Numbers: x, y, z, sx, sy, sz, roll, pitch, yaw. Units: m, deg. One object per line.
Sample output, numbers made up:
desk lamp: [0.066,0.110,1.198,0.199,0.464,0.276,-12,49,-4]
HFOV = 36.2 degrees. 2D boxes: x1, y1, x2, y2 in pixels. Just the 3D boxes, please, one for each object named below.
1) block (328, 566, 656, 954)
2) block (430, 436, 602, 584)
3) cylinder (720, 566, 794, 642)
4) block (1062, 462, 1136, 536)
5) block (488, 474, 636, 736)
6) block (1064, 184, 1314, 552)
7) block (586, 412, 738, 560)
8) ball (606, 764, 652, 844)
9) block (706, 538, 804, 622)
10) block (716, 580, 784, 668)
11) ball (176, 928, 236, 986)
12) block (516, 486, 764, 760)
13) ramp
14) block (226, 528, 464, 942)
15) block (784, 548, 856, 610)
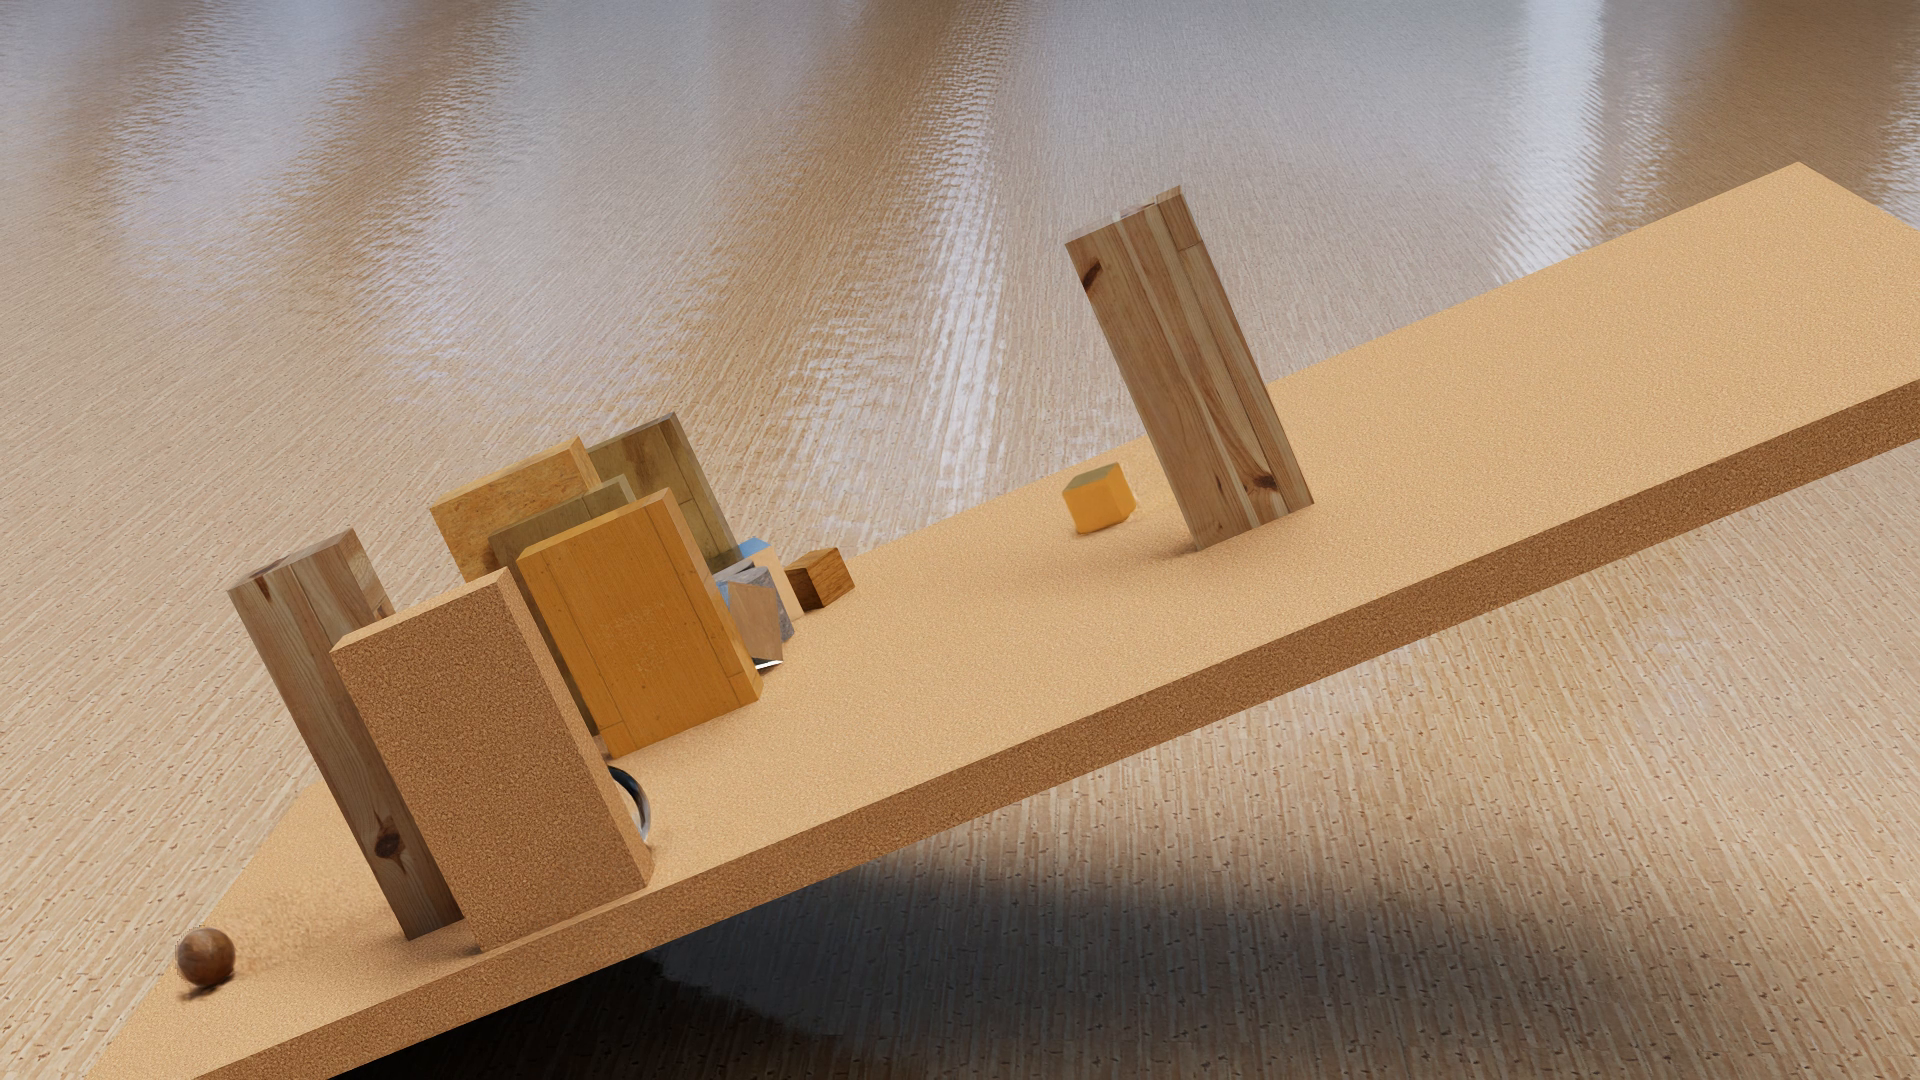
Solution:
block: [-0.863,0.411,5.460,0.342,0.639,0.107,-23,13,8]
block: [-0.910,0.122,6.759,0.353,0.623,0.134,-23,13,8]
cylinder: [-0.490,0.169,6.822,0.163,0.163,0.163,-21,12,5]
block: [0.310,-0.091,6.538,0.109,0.109,0.109,-19,14,25]
block: [-0.805,0.153,6.679,0.329,0.518,0.080,-23,13,8]
block: [0.466,-0.347,5.961,0.254,0.688,0.122,-23,13,8]
block: [-0.733,0.002,7.118,0.335,0.536,0.080,-23,13,8]
ball: [-0.695,0.533,5.646,0.205,0.205,0.205,0,15,0]
block: [-0.512,0.127,6.995,0.187,0.187,0.187,-27,13,-12]
block: [-0.525,0.201,6.614,0.169,0.169,0.169,-16,-16,33]
ball: [-1.563,0.865,6.101,0.120,0.120,0.120,0,15,0]
block: [-0.694,0.183,6.413,0.351,0.491,0.110,-23,13,8]
ramp: [0.131,0.170,6.285,4.000,0.100,2.000,-23,13,8]
block: [-1.132,0.383,5.749,0.240,0.780,0.120,-23,13,8]
block: [-0.340,0.093,6.996,0.107,0.107,0.107,-34,16,-37]
